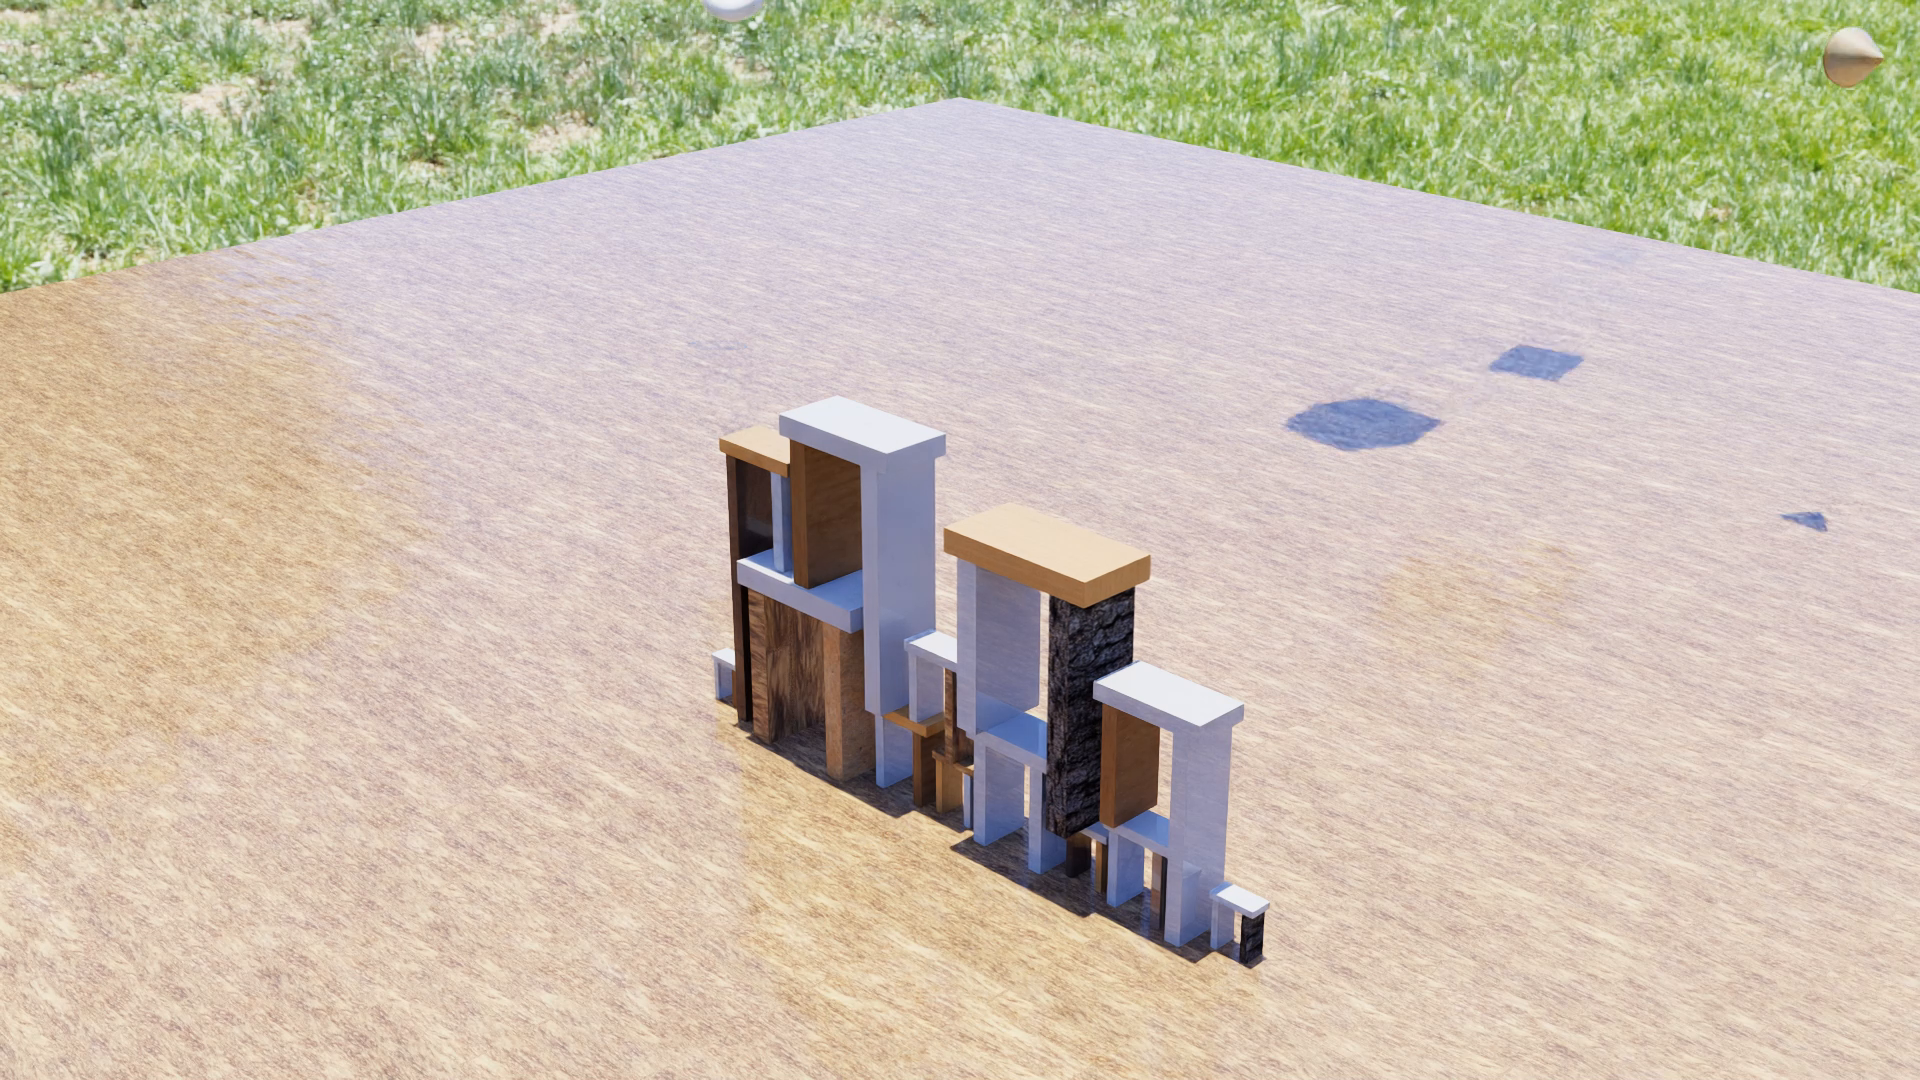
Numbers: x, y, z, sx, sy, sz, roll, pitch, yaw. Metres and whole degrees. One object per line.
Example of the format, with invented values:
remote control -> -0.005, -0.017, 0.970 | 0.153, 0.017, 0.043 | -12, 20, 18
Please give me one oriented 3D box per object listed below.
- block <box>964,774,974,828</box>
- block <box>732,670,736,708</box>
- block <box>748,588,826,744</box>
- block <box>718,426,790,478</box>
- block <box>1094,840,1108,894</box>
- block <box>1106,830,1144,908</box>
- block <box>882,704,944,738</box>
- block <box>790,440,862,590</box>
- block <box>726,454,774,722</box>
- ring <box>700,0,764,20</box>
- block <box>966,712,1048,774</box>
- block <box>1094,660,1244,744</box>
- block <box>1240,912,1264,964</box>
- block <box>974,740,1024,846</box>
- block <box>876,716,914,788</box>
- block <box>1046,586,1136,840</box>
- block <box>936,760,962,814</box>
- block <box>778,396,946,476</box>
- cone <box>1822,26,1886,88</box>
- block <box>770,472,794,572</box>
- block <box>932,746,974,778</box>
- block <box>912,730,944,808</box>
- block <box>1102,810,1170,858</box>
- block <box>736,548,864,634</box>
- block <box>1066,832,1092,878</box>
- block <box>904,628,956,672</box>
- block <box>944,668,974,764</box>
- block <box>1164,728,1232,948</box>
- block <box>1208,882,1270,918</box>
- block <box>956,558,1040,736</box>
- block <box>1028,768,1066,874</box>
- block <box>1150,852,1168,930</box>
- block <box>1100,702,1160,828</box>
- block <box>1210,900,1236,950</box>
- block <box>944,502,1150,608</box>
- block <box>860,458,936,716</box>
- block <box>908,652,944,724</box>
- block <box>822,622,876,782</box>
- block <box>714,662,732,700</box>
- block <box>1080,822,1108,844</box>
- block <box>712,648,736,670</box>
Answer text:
block -> 0.035, 0.512, 4.402 | 0.017, 0.119, 0.059 | 21, 31, 41
block -> -0.483, 0.323, 4.881 | 0.013, 0.093, 0.046 | 21, 31, 41
block -> -0.365, 0.245, 4.730 | 0.050, 0.354, 0.177 | 21, 31, 41
block -> -0.389, -0.185, 4.569 | 0.217, 0.031, 0.108 | 21, 31, 41
block -> 0.281, 0.611, 4.180 | 0.055, 0.111, 0.016 | -21, 31, -40
block -> 0.313, 0.604, 4.135 | 0.022, 0.158, 0.079 | 21, 31, 41
block -> -0.097, 0.351, 4.478 | 0.166, 0.024, 0.083 | 21, 31, 40
block -> -0.269, -0.072, 4.492 | 0.045, 0.317, 0.158 | 21, 31, 41
block -> -0.440, 0.095, 4.743 | 0.031, 0.621, 0.108 | 21, 31, 41
ring -> -0.612, -1.504, 5.938 | 0.205, 0.205, 0.068 | 4, -1, 9
block -> 0.131, 0.384, 4.241 | 0.112, 0.032, 0.224 | -21, 31, -41
block -> 0.372, 0.288, 3.940 | 0.247, 0.035, 0.124 | 21, 31, 41
block -> 0.526, 0.710, 3.961 | 0.014, 0.100, 0.050 | 21, 31, 41
block -> 0.078, 0.481, 4.340 | 0.032, 0.224, 0.112 | 21, 31, 41
block -> -0.136, 0.423, 4.552 | 0.024, 0.166, 0.083 | 21, 31, 41
block -> 0.242, 0.305, 4.096 | 0.179, 0.487, 0.051 | -21, 31, -40
block -> -0.021, 0.490, 4.453 | 0.017, 0.119, 0.059 | 21, 31, 41
block -> -0.195, -0.210, 4.353 | 0.158, 0.045, 0.317 | -21, 31, -40
cone -> 2.260, -1.201, 5.477 | 0.149, 0.149, 0.149 | -5, 15, -11
block -> -0.338, -0.051, 4.570 | 0.031, 0.217, 0.108 | 21, 31, 41
block -> 0.007, 0.439, 4.401 | 0.119, 0.017, 0.059 | 21, 31, 41
block -> -0.057, 0.453, 4.479 | 0.024, 0.166, 0.083 | 21, 31, 41
block -> 0.350, 0.535, 4.065 | 0.079, 0.022, 0.158 | -21, 31, -41
block -> -0.282, 0.092, 4.575 | 0.354, 0.050, 0.177 | 21, 31, 41
block -> 0.229, 0.590, 4.228 | 0.055, 0.111, 0.016 | -21, 31, -41
block -> -0.031, 0.218, 4.343 | 0.152, 0.022, 0.076 | 21, 31, 41
block -> 0.005, 0.337, 4.355 | 0.076, 0.207, 0.022 | -22, 31, -40
block -> 0.431, 0.524, 3.977 | 0.035, 0.428, 0.124 | 21, 31, 41
block -> 0.503, 0.648, 3.960 | 0.100, 0.014, 0.050 | 21, 31, 41
block -> 0.075, 0.179, 4.227 | 0.179, 0.357, 0.051 | -21, 31, -41
block -> 0.183, 0.522, 4.243 | 0.032, 0.224, 0.112 | 21, 31, 41
block -> 0.387, 0.633, 4.066 | 0.022, 0.158, 0.079 | 21, 31, 41
block -> 0.314, 0.395, 4.049 | 0.124, 0.247, 0.035 | -21, 31, -41
block -> 0.479, 0.691, 4.004 | 0.014, 0.100, 0.050 | 21, 31, 41
block -> 0.158, 0.024, 4.069 | 0.179, 0.051, 0.357 | -21, 31, -40
block -> -0.121, 0.085, 4.395 | 0.045, 0.531, 0.158 | 21, 31, 40
block -> -0.067, 0.284, 4.410 | 0.022, 0.152, 0.076 | 21, 31, 40
block -> -0.198, 0.310, 4.577 | 0.050, 0.354, 0.177 | 21, 31, 41
block -> -0.527, 0.306, 4.921 | 0.013, 0.093, 0.046 | 21, 31, 41
block -> 0.254, 0.542, 4.179 | 0.055, 0.016, 0.111 | -21, 31, -41
block -> -0.505, 0.266, 4.880 | 0.093, 0.013, 0.046 | 21, 31, 41
